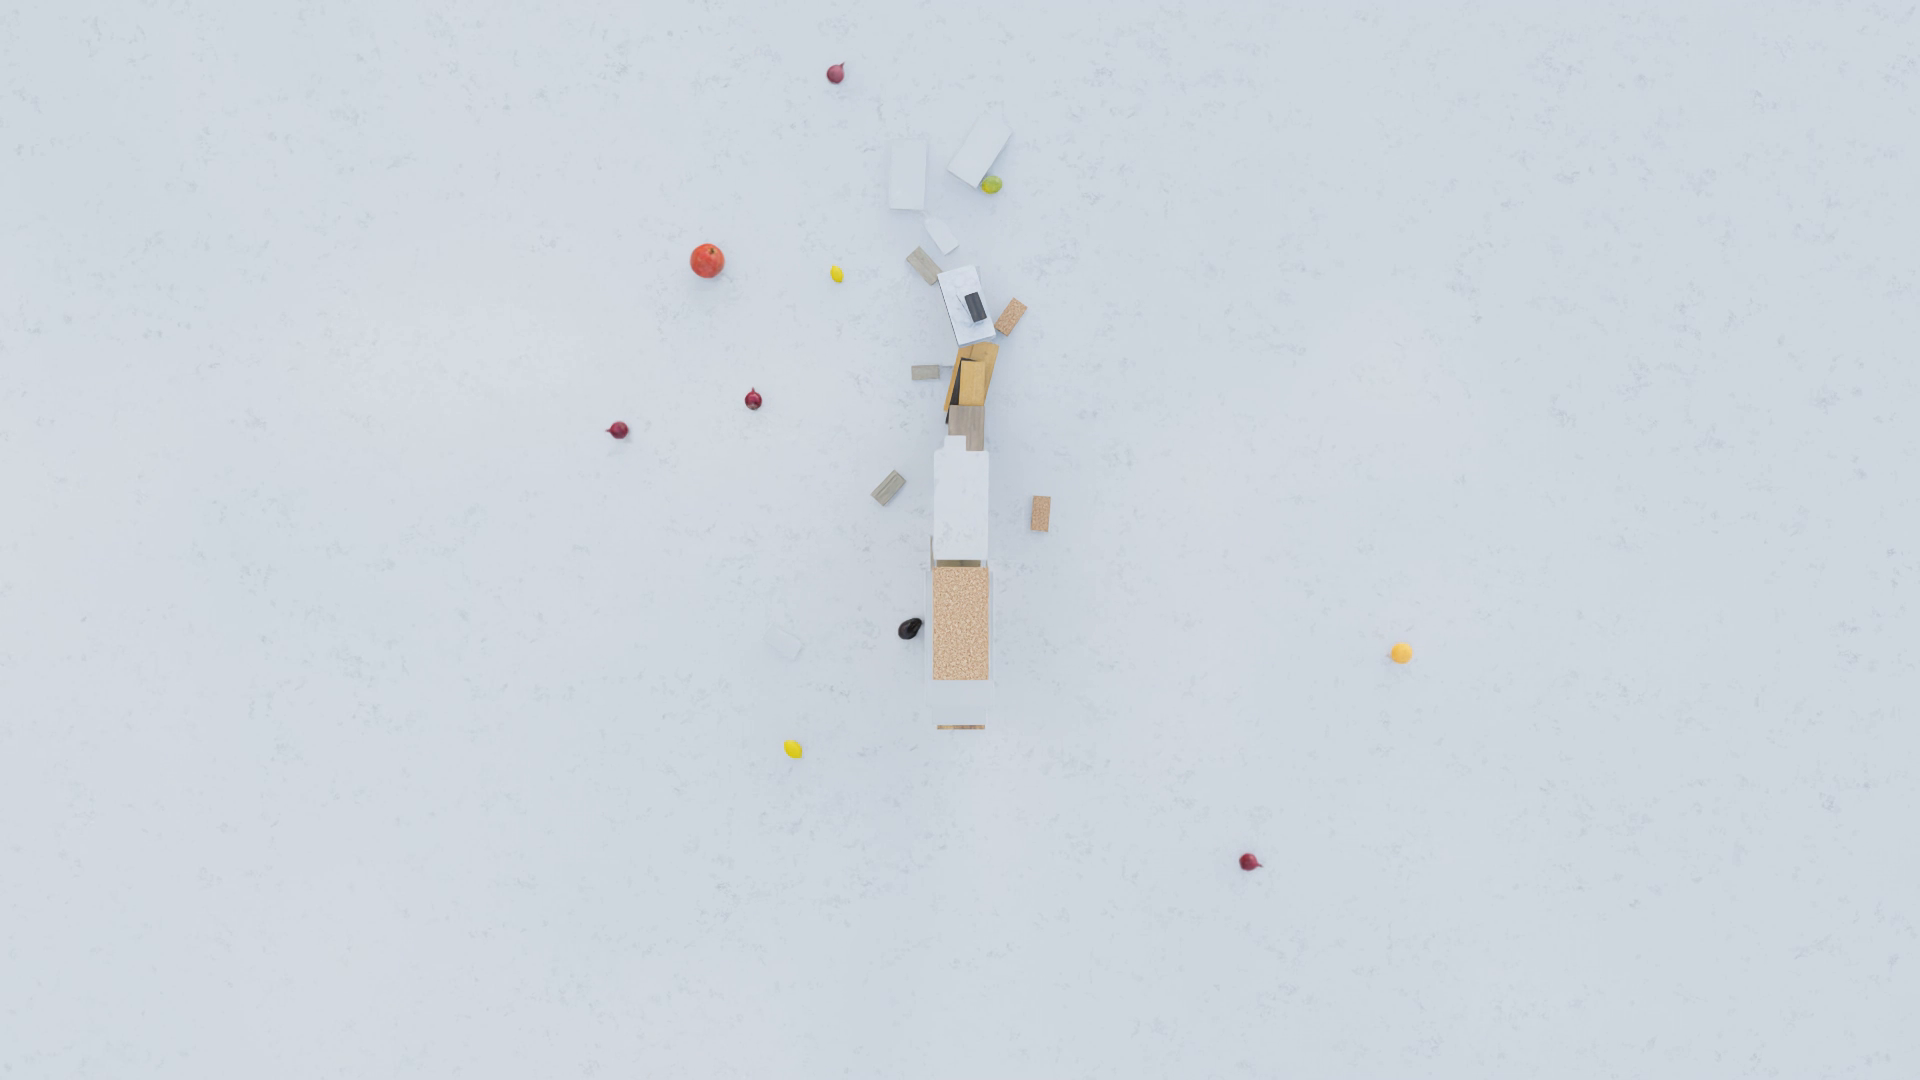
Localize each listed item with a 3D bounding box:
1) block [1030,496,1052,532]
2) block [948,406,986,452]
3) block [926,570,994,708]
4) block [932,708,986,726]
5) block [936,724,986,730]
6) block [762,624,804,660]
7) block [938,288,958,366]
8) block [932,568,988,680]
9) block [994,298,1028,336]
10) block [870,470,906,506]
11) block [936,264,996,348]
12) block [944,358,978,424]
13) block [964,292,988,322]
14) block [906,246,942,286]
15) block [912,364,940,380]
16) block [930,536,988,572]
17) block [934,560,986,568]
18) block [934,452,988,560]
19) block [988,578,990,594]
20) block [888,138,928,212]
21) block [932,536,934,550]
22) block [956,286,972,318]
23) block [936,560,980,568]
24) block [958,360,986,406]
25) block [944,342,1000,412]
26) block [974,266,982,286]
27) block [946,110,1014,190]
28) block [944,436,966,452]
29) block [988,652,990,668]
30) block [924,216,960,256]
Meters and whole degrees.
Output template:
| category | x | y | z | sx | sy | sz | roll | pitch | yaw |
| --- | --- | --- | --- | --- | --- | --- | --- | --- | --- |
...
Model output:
| category | x | y | z | sx | sy | sz | roll | pitch | yaw |
| --- | --- | --- | --- | --- | --- | --- | --- | --- | --- |
| block | 0.269 | -0.088 | 5.492 | 0.058 | 0.016 | 0.116 | 5 | 90 | 0 |
| block | 0.020 | -0.331 | 5.336 | 0.116 | 0.033 | 0.246 | 2 | 53 | 1 |
| block | -0.001 | 0.244 | 4.077 | 0.167 | 0.047 | 0.334 | 0 | 90 | 0 |
| block | -0.003 | 0.352 | 4.455 | 0.145 | 0.041 | 0.290 | 0 | 90 | 0 |
| block | 0.003 | 0.442 | 5.177 | 0.151 | 0.043 | 0.302 | 0 | 90 | 0 |
| block | -0.590 | 0.338 | 5.491 | 0.125 | 0.018 | 0.063 | 33 | 90 | 0 |
| block | -0.002 | -0.707 | 5.471 | 0.127 | 0.036 | 0.254 | -3 | 95 | 0 |
| block | 0.002 | 0.191 | 3.778 | 0.129 | 0.036 | 0.257 | 0 | 90 | 0 |
| block | 0.168 | -0.743 | 5.492 | 0.058 | 0.016 | 0.117 | 35 | 90 | 0 |
| block | -0.238 | -0.173 | 5.492 | 0.058 | 0.016 | 0.116 | 43 | 90 | 0 |
| block | 0.021 | -0.767 | 5.411 | 0.127 | 0.036 | 0.254 | -16 | 79 | -3 |
| block | 0.015 | -0.484 | 5.435 | 0.079 | 0.022 | 0.224 | 13 | 101 | -3 |
| block | 0.051 | -0.758 | 5.370 | 0.046 | 0.013 | 0.093 | -19 | 79 | -3 |
| block | -0.116 | -0.912 | 5.491 | 0.062 | 0.017 | 0.123 | -43 | 90 | 0 |
| block | -0.115 | -0.559 | 5.493 | 0.093 | 0.013 | 0.046 | -3 | 90 | 0 |
| block | -0.003 | 0.152 | 4.789 | 0.165 | 0.047 | 0.329 | 0 | 90 | 0 |
| block | 0.001 | 0.064 | 4.469 | 0.138 | 0.039 | 0.276 | 0 | 90 | 0 |
| block | 0.002 | -0.081 | 3.917 | 0.128 | 0.036 | 0.256 | 0 | 90 | 0 |
| block | 0.003 | 0.105 | 3.925 | 0.129 | 0.257 | 0.036 | 0 | 90 | 0 |
| block | -0.173 | -1.213 | 5.484 | 0.116 | 0.033 | 0.232 | 2 | 90 | 0 |
| block | -0.003 | 0.012 | 4.064 | 0.128 | 0.257 | 0.036 | 5 | 90 | 0 |
| block | 0.030 | -0.777 | 5.387 | 0.046 | 0.013 | 0.093 | -31 | 80 | -5 |
| block | -0.003 | -0.040 | 4.208 | 0.113 | 0.032 | 0.226 | 0 | 90 | 0 |
| block | 0.039 | -0.507 | 5.408 | 0.079 | 0.022 | 0.158 | 3 | 101 | -1 |
| block | 0.037 | -0.537 | 5.455 | 0.127 | 0.036 | 0.254 | 14 | 101 | -3 |
| block | 0.040 | -0.848 | 5.491 | 0.062 | 0.017 | 0.123 | -5 | 90 | 0 |
| block | 0.068 | -1.295 | 5.484 | 0.116 | 0.033 | 0.232 | 33 | 90 | 0 |
| block | -0.014 | -0.247 | 4.891 | 0.062 | 0.018 | 0.124 | 0 | 90 | 0 |
| block | 0.003 | 0.277 | 3.925 | 0.129 | 0.257 | 0.036 | 0 | 90 | 0 |
| block | -0.062 | -1.015 | 5.491 | 0.062 | 0.017 | 0.123 | -36 | 90 | 0 |
